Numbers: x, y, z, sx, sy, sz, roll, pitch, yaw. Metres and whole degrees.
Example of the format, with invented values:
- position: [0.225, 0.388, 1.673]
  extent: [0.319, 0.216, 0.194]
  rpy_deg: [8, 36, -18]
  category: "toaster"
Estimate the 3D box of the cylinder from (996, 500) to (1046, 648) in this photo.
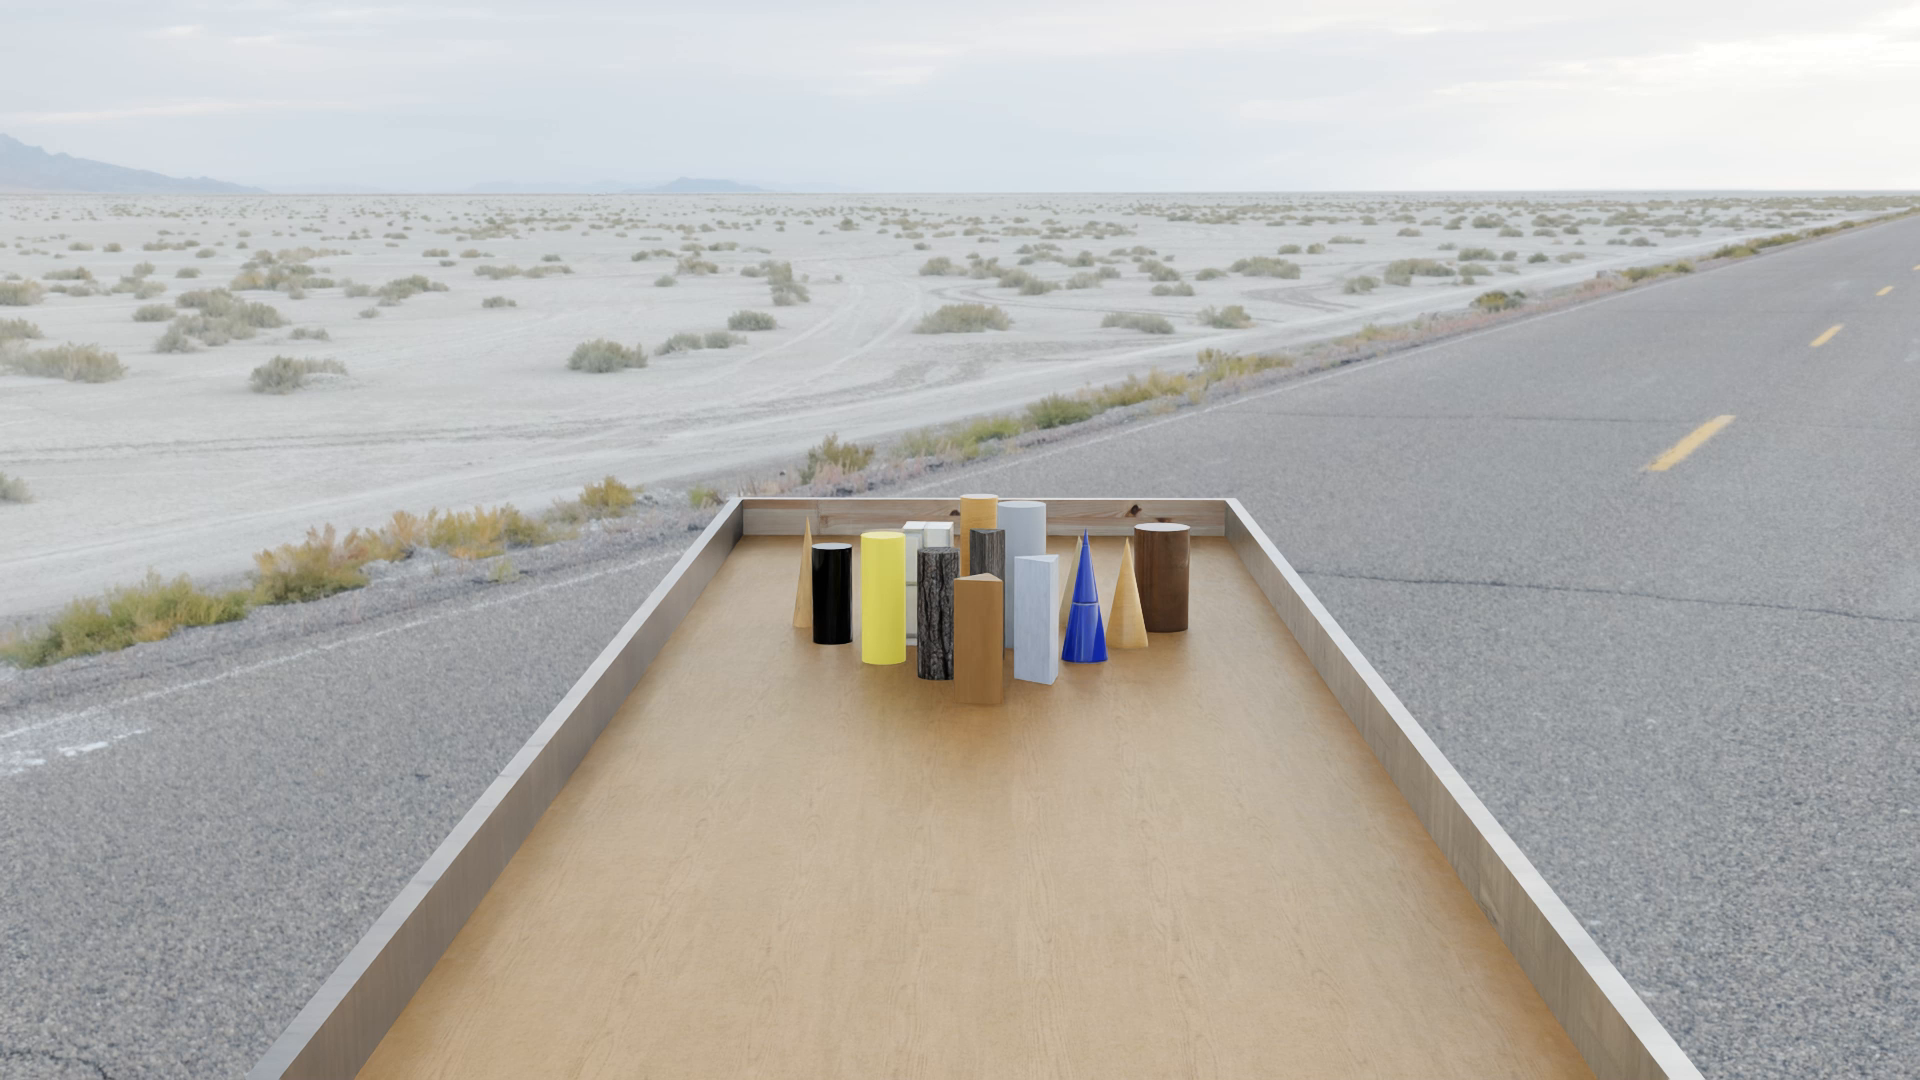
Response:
- position: [0.192, 0.108, 6.907]
  extent: [0.155, 0.445, 0.155]
  rpy_deg: [0, 9, 0]
  category: "cylinder"

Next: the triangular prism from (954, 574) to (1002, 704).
- position: [0.065, 0.274, 6.172]
  extent: [0.138, 0.348, 0.119]
  rpy_deg: [2, 9, 15]
  category: "triangular prism"

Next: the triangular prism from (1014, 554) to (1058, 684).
- position: [0.249, 0.227, 6.429]
  extent: [0.137, 0.359, 0.119]
  rpy_deg: [7, 12, 39]
  category: "triangular prism"

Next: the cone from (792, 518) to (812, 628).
- position: [-0.499, 0.097, 7.225]
  extent: [0.106, 0.367, 0.106]
  rpy_deg: [0, 9, 0]
  category: "cone"

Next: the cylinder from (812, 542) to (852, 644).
- position: [-0.405, 0.170, 6.965]
  extent: [0.128, 0.305, 0.128]
  rpy_deg: [0, 9, 0]
  category: "cylinder"

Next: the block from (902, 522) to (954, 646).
- position: [-0.100, 0.137, 6.957]
  extent: [0.148, 0.372, 0.148]
  rpy_deg: [1, 9, 4]
  category: "block"

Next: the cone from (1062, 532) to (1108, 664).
- position: [0.382, 0.160, 6.692]
  extent: [0.145, 0.409, 0.145]
  rpy_deg: [0, 9, 0]
  category: "cone"

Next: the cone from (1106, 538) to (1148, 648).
- position: [0.524, 0.158, 6.910]
  extent: [0.141, 0.344, 0.141]
  rpy_deg: [0, 9, 0]
  category: "cone"

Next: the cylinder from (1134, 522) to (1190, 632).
- position: [0.658, 0.122, 7.178]
  extent: [0.180, 0.333, 0.180]
  rpy_deg: [0, 9, 0]
  category: "cylinder"

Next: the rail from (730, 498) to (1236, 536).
- position: [0.099, -0.098, 9.147]
  extent: [2.100, 0.150, 0.050]
  rpy_deg: [0, 9, 1]
  category: "rail"

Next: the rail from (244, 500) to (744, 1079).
- position: [-1.004, 0.839, 3.234]
  extent: [0.050, 0.150, 12.000]
  rpy_deg: [0, 9, 1]
  category: "rail"

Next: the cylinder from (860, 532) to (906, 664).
- position: [-0.232, 0.175, 6.675]
  extent: [0.135, 0.385, 0.135]
  rpy_deg: [0, 9, 0]
  category: "cylinder"

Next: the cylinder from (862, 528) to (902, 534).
- position: [-0.234, 0.127, 7.223]
  extent: [0.178, 0.307, 0.178]
  rpy_deg: [0, 9, 0]
  category: "cylinder"

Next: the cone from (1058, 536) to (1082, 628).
- position: [0.390, 0.131, 7.219]
  extent: [0.149, 0.303, 0.149]
  rpy_deg: [0, 9, 0]
  category: "cone"

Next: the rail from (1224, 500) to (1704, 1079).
- position: [1.046, 0.843, 3.208]
  extent: [0.050, 0.150, 12.000]
  rpy_deg: [0, 9, 1]
  category: "rail"

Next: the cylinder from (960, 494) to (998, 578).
- position: [0.063, 0.070, 7.189]
  extent: [0.122, 0.431, 0.122]
  rpy_deg: [0, 9, 0]
  category: "cylinder"

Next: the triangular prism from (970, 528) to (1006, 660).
- position: [0.068, 0.168, 6.674]
  extent: [0.092, 0.400, 0.106]
  rpy_deg: [7, 11, 36]
  category: "triangular prism"

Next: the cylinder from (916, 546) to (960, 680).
- position: [-0.063, 0.215, 6.454]
  extent: [0.127, 0.376, 0.127]
  rpy_deg: [0, 9, 0]
  category: "cylinder"
